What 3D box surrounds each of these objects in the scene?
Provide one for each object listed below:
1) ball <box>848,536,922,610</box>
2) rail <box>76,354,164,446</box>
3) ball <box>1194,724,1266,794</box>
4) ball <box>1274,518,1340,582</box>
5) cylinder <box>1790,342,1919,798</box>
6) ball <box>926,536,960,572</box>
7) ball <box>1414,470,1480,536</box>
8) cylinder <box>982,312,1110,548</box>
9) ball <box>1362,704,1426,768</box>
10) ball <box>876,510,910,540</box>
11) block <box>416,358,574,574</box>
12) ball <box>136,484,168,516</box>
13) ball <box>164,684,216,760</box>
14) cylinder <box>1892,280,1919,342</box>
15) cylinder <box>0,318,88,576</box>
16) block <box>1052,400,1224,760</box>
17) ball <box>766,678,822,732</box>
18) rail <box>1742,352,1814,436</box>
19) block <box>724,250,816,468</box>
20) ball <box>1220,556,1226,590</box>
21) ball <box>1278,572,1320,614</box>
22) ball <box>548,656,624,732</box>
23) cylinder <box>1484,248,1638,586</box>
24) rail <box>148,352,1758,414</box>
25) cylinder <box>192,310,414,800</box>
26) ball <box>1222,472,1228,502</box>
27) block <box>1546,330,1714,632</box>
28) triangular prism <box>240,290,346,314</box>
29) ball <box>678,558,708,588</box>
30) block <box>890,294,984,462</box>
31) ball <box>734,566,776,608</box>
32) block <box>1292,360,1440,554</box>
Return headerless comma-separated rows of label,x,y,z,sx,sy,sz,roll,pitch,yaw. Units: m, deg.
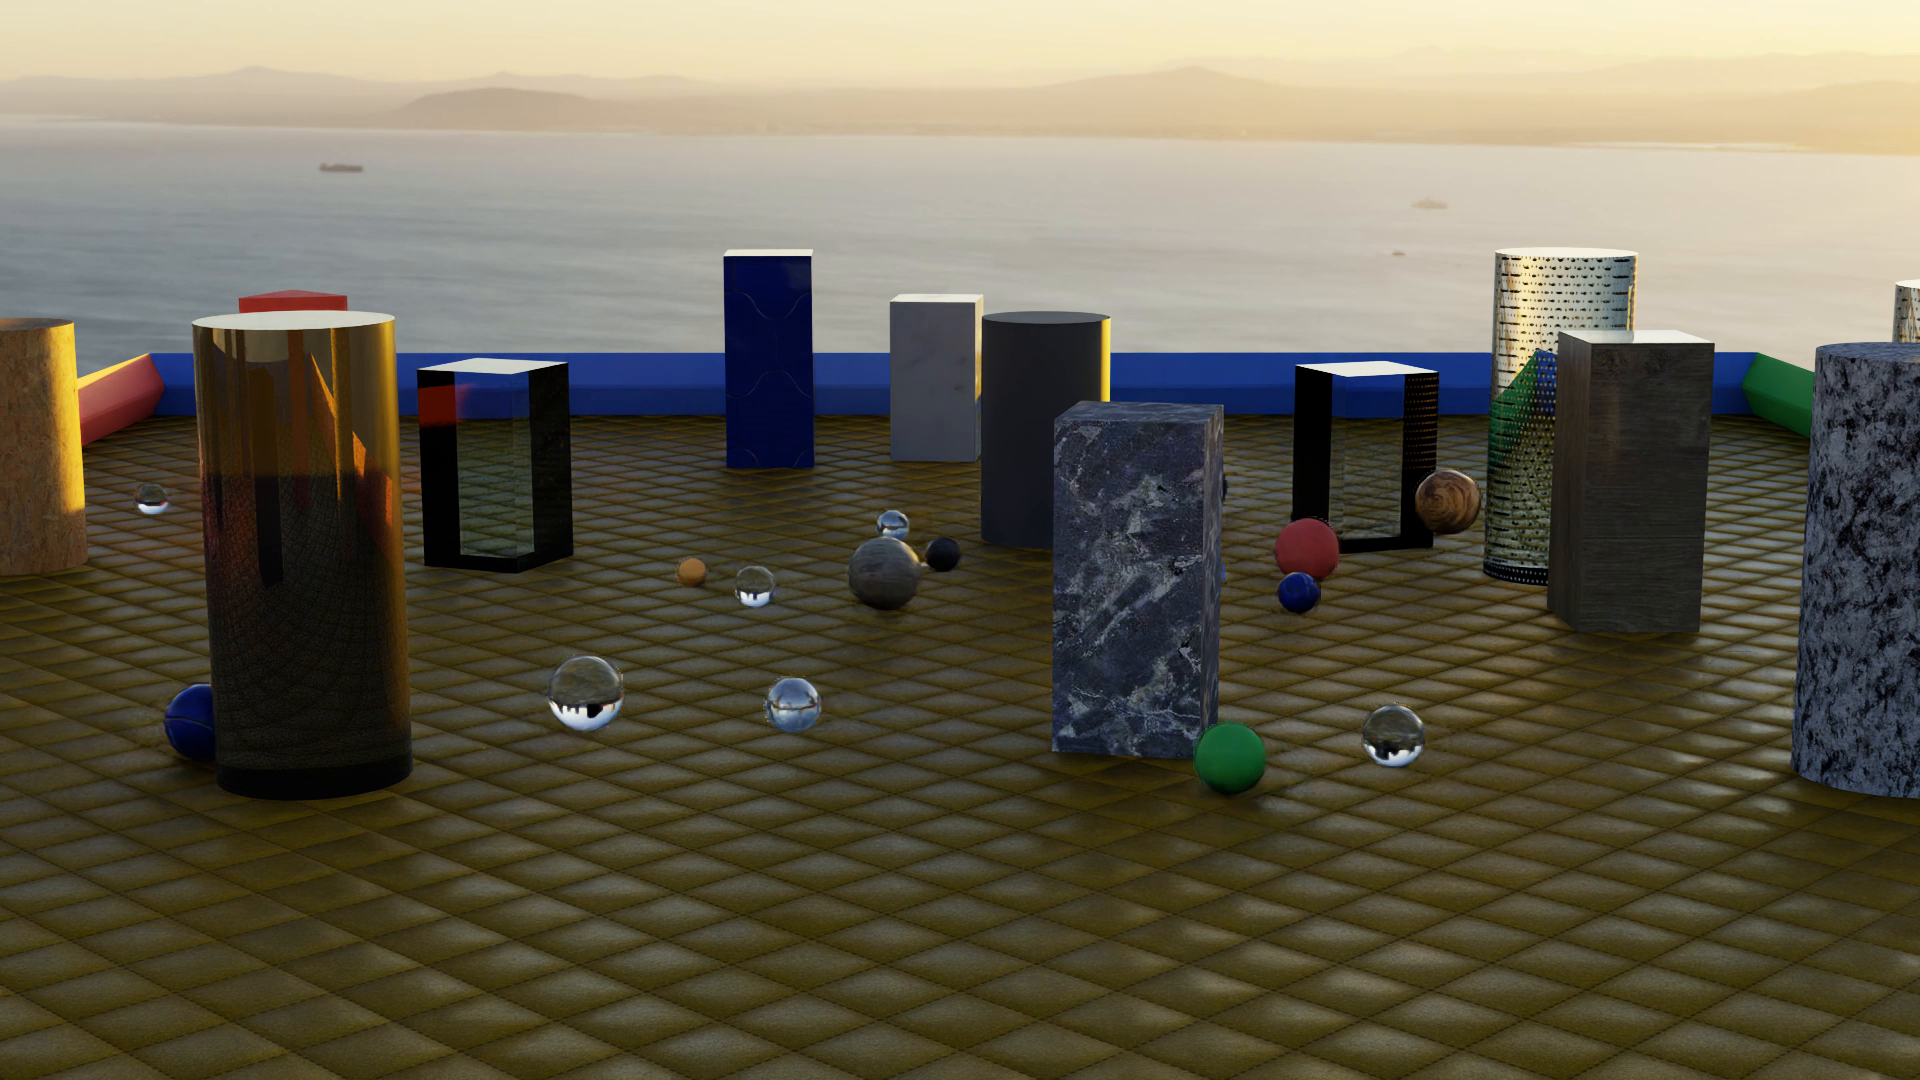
ball,-0.102,0.045,3.471,0.099,0.099,0.099,0,10,0
rail,-1.672,0.035,3.439,0.045,0.129,3.995,0,10,0
ball,0.274,0.221,2.595,0.072,0.072,0.072,0,10,0
ball,0.494,0.015,3.652,0.092,0.092,0.092,0,10,0
cylinder,0.972,0.026,2.641,0.199,0.440,0.199,0,10,0
ball,-0.025,0.021,3.736,0.051,0.051,0.051,0,10,0
ball,0.708,-0.054,3.729,0.095,0.095,0.095,0,10,0
cylinder,0.132,-0.174,3.981,0.199,0.344,0.199,0,10,0
ball,0.456,0.206,2.693,0.066,0.066,0.066,0,10,0
ball,-0.104,-0.020,3.958,0.051,0.051,0.051,0,10,0
block,-0.686,-0.113,3.799,0.159,0.291,0.159,4,11,22
ball,-1.324,-0.066,4.205,0.052,0.052,0.052,0,10,0
ball,-0.801,0.193,2.721,0.082,0.082,0.082,0,10,0
cylinder,1.258,-0.088,3.203,0.199,0.459,0.199,0,10,0
cylinder,-1.398,-0.140,3.774,0.199,0.354,0.199,0,10,0
block,0.194,0.039,2.786,0.159,0.360,0.159,2,11,13
ball,-0.184,0.182,2.834,0.062,0.062,0.062,0,10,0
rail,1.672,0.031,3.458,0.045,0.129,3.995,0,10,0
block,-0.351,-0.337,4.748,0.159,0.387,0.159,0,10,-2
ball,0.315,0.045,3.494,0.092,0.092,0.092,0,10,0
ball,0.456,0.071,3.452,0.056,0.056,0.056,0,10,0
ball,-0.414,0.170,2.840,0.084,0.084,0.084,0,10,0
cylinder,0.861,-0.180,3.685,0.199,0.465,0.199,0,10,0
rail,-0.011,-0.326,5.390,3.391,0.129,0.045,0,10,0
cylinder,-0.671,0.011,2.629,0.199,0.473,0.199,0,10,0
ball,0.387,-0.087,4.190,0.097,0.097,0.097,0,10,0
block,0.881,-0.080,3.383,0.159,0.377,0.159,0,10,-2
triangular prism,-1.133,-0.249,4.389,0.172,0.345,0.149,-3,11,-15
ball,-0.378,0.047,3.622,0.041,0.041,0.041,0,10,0
block,-0.043,-0.307,4.831,0.159,0.297,0.159,1,11,6
ball,-0.279,0.063,3.490,0.057,0.057,0.057,0,10,0
block,0.622,-0.130,3.951,0.159,0.269,0.159,-4,11,-21
